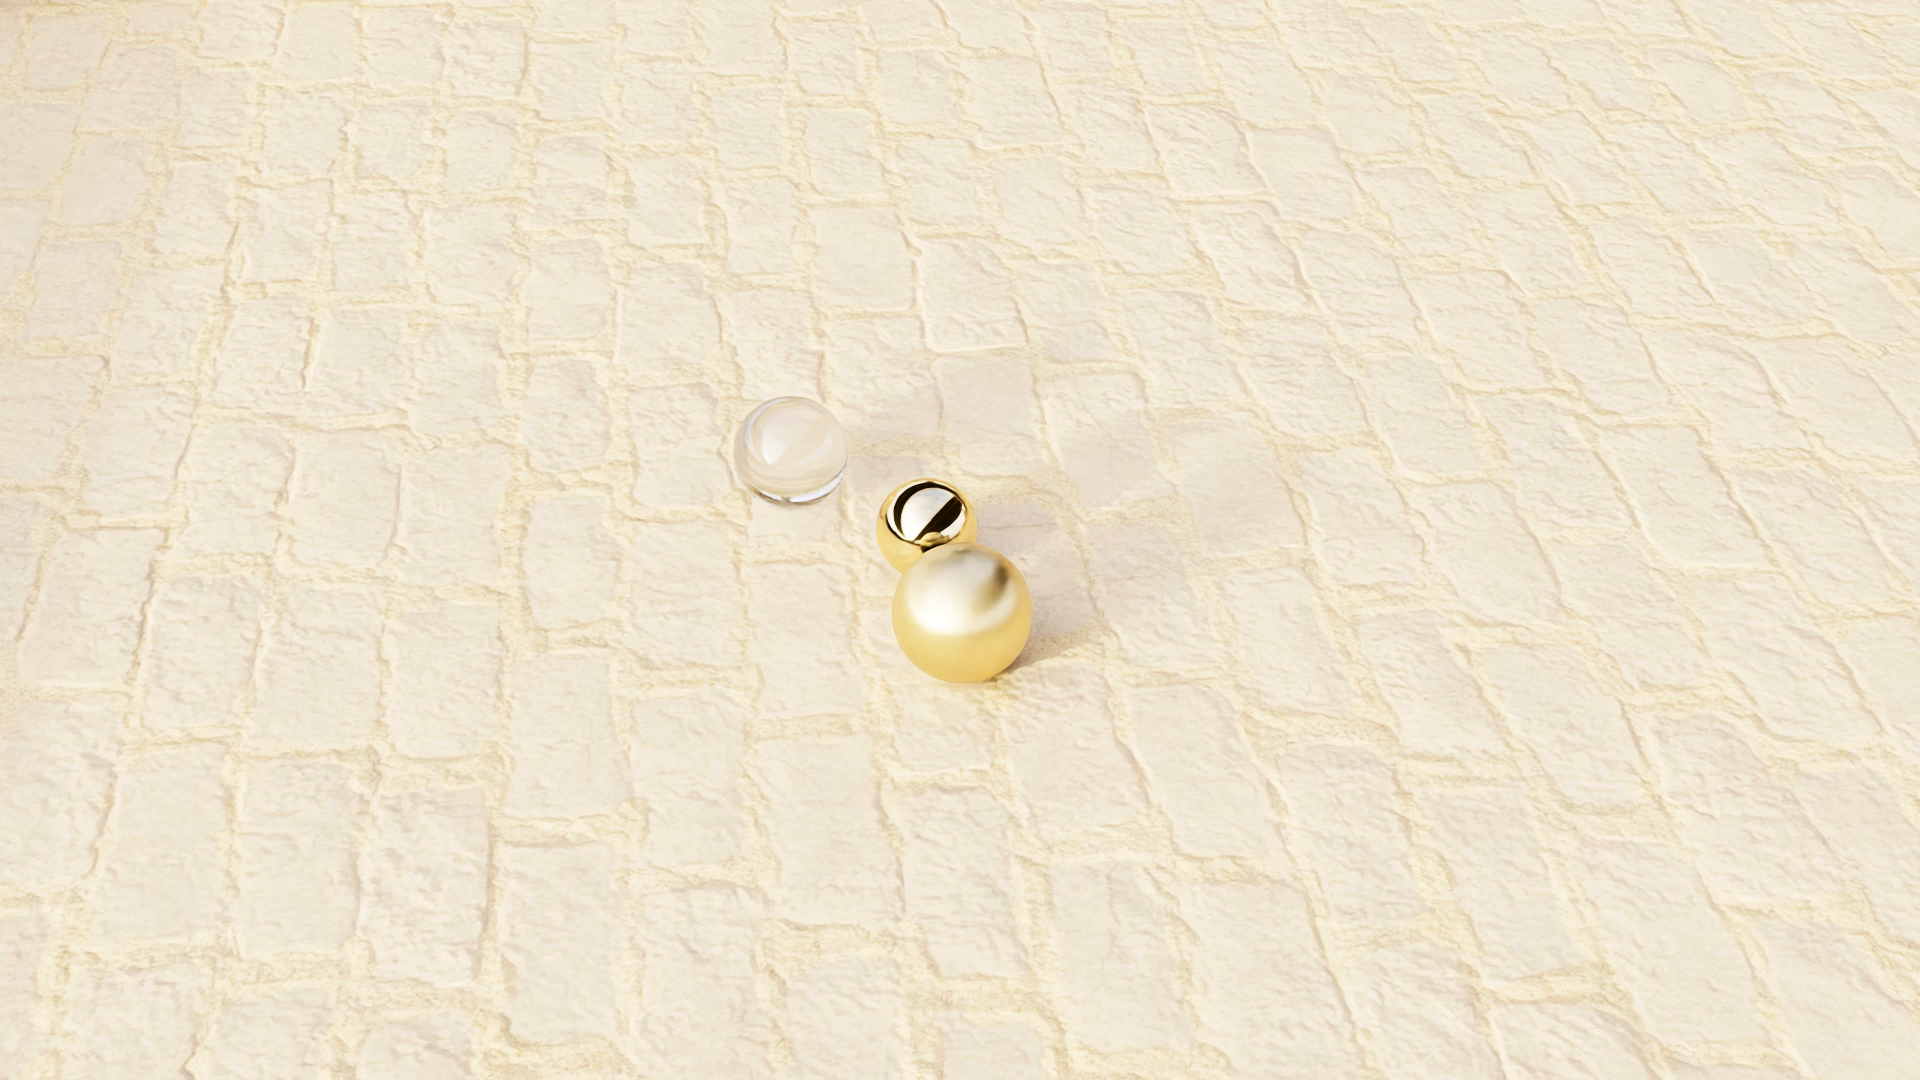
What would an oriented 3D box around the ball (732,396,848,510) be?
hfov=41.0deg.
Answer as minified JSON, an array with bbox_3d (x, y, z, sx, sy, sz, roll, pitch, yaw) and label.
[{"bbox_3d":[-0.107,-0.055,1.629,0.073,0.073,0.073,0,36,0],"label":"ball"}]

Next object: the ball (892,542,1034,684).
[{"bbox_3d":[0.001,0.042,1.489,0.082,0.082,0.082,0,36,0],"label":"ball"}]

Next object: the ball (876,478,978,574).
[{"bbox_3d":[-0.020,-0.007,1.572,0.063,0.063,0.063,0,36,0],"label":"ball"}]
